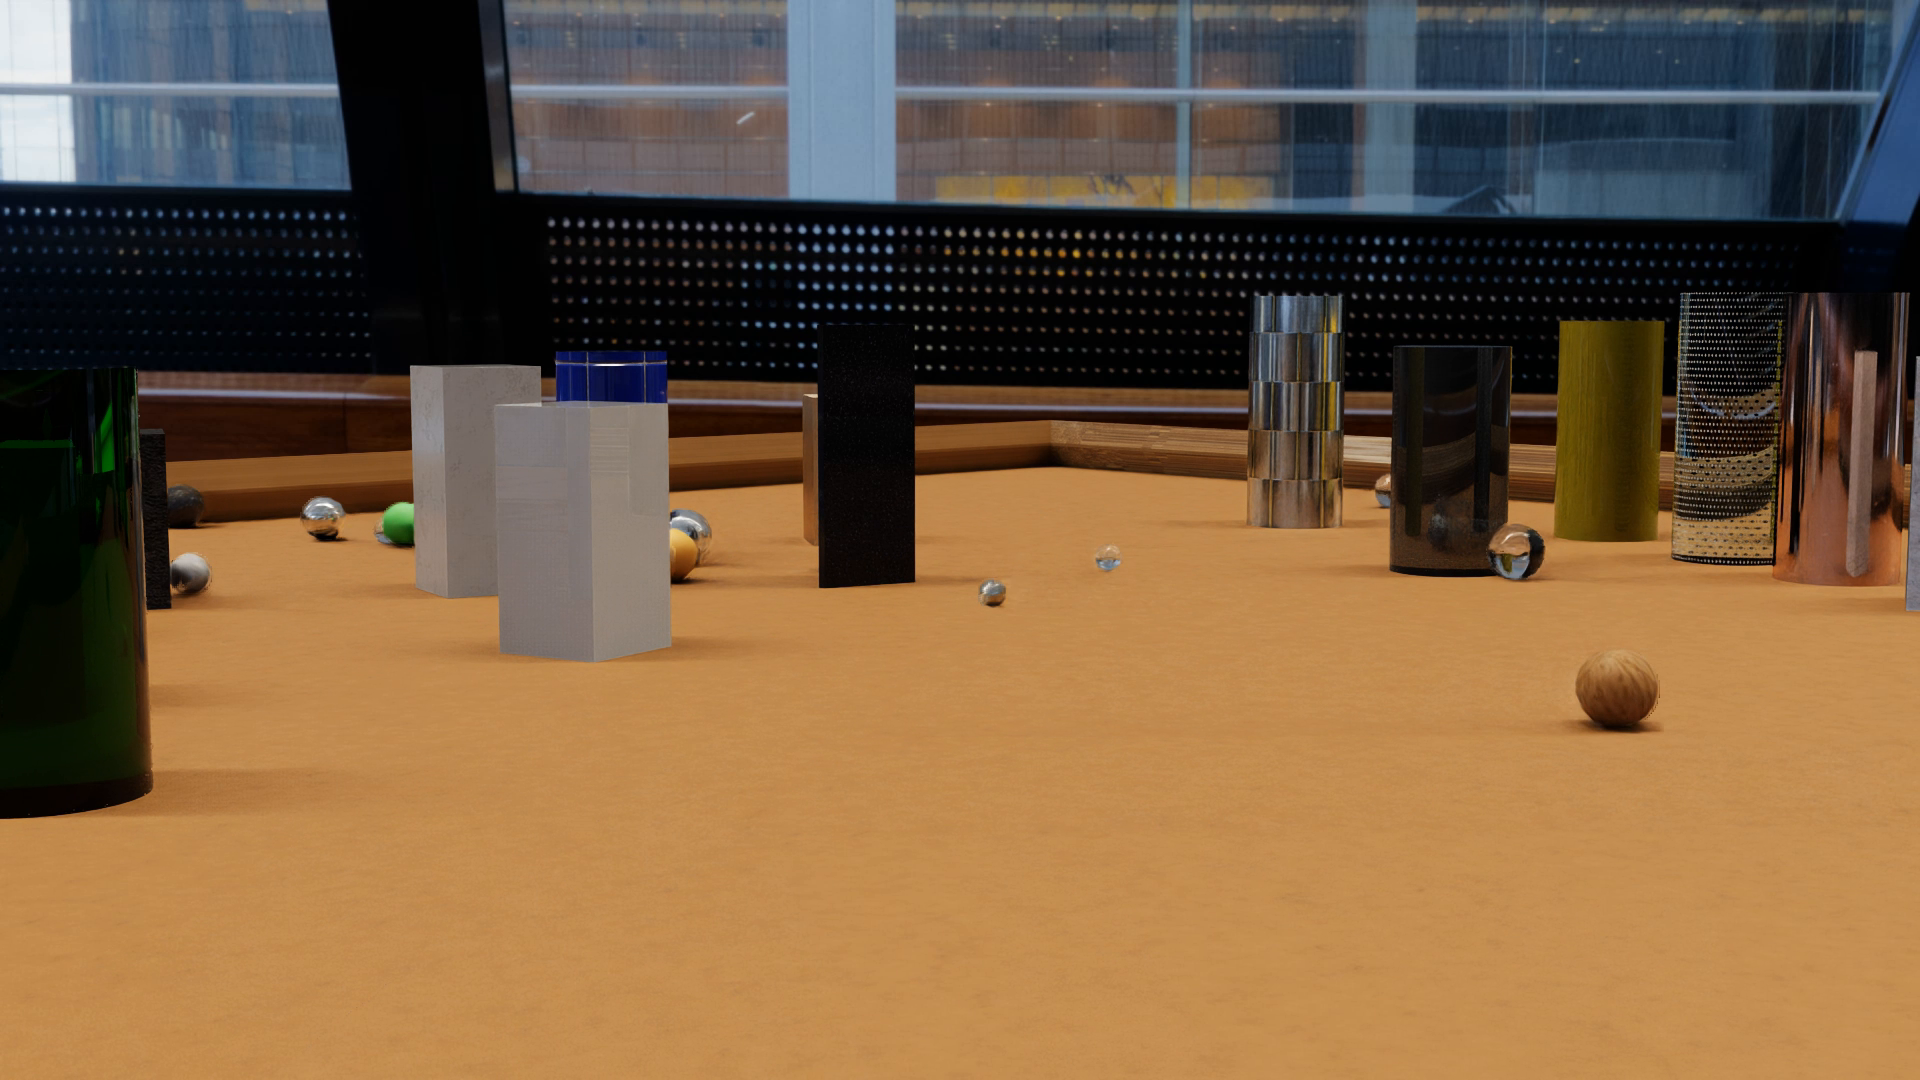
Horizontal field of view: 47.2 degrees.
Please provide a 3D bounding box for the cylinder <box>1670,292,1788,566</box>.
[{"bbox_3d":[1.380,-0.202,3.922,0.198,0.476,0.198,0,6,0],"label":"cylinder"}]

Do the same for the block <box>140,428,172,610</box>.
[{"bbox_3d":[-1.283,-0.032,3.325,0.158,0.262,0.158,-2,6,-21],"label":"block"}]

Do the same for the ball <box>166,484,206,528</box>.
[{"bbox_3d":[-1.598,-0.070,4.518,0.091,0.091,0.091,0,6,0],"label":"ball"}]

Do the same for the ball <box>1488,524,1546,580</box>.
[{"bbox_3d":[0.924,0.019,3.652,0.092,0.092,0.092,0,6,0],"label":"ball"}]

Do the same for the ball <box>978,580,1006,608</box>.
[{"bbox_3d":[0.049,0.080,3.312,0.042,0.042,0.042,0,6,0],"label":"ball"}]

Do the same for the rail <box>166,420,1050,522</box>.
[{"bbox_3d":[-1.372,-0.121,4.811,4.490,0.129,0.045,-5,8,-42],"label":"rail"}]

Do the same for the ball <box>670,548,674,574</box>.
[{"bbox_3d":[-0.505,0.033,3.546,0.088,0.088,0.088,0,6,0],"label":"ball"}]

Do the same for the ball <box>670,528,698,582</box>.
[{"bbox_3d":[-0.477,0.025,3.628,0.086,0.086,0.086,0,6,0],"label":"ball"}]

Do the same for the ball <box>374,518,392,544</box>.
[{"bbox_3d":[-1.098,-0.017,4.211,0.049,0.049,0.049,0,6,0],"label":"ball"}]

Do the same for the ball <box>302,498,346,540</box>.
[{"bbox_3d":[-1.239,-0.042,4.284,0.083,0.083,0.083,0,6,0],"label":"ball"}]

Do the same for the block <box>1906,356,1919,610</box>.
[{"bbox_3d":[1.514,-0.085,3.300,0.158,0.374,0.158,2,6,23],"label":"block"}]

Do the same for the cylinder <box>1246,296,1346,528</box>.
[{"bbox_3d":[0.699,-0.269,4.572,0.198,0.474,0.198,0,6,0],"label":"cylinder"}]

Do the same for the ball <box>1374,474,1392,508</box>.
[{"bbox_3d":[0.980,-0.112,4.989,0.076,0.076,0.076,0,6,0],"label":"ball"}]

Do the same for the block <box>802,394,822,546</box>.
[{"bbox_3d":[-0.214,-0.138,4.245,0.158,0.281,0.158,-1,6,-11],"label":"block"}]

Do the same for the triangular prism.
[{"bbox_3d":[-0.184,-0.143,3.621,0.171,0.422,0.148,-3,7,-29],"label":"triangular prism"}]

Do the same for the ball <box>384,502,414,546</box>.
[{"bbox_3d":[-1.050,-0.029,4.166,0.083,0.083,0.083,0,6,0],"label":"ball"}]

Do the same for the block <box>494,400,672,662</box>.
[{"bbox_3d":[-0.492,-0.016,2.881,0.158,0.323,0.158,3,7,30],"label":"block"}]

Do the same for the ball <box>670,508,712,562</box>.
[{"bbox_3d":[-0.484,-0.005,3.855,0.099,0.099,0.099,0,6,0],"label":"ball"}]

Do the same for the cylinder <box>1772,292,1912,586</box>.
[{"bbox_3d":[1.455,-0.170,3.630,0.198,0.473,0.198,0,6,0],"label":"cylinder"}]

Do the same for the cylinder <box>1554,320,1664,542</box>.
[{"bbox_3d":[1.273,-0.217,4.316,0.198,0.425,0.198,0,6,0],"label":"cylinder"}]

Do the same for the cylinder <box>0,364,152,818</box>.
[{"bbox_3d":[-0.850,0.039,2.009,0.198,0.393,0.198,0,6,0],"label":"cylinder"}]

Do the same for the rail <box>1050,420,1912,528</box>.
[{"bbox_3d":[1.633,-0.123,4.830,0.045,0.129,4.094,-5,8,-42],"label":"rail"}]

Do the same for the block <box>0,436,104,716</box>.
[{"bbox_3d":[-1.080,0.037,2.494,0.158,0.297,0.158,-4,7,-35],"label":"block"}]

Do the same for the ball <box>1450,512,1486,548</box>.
[{"bbox_3d":[0.959,-0.021,4.149,0.068,0.068,0.068,0,6,0],"label":"ball"}]

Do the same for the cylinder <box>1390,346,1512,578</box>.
[{"bbox_3d":[0.838,-0.139,3.760,0.198,0.384,0.198,0,6,0],"label":"cylinder"}]

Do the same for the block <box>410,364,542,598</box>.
[{"bbox_3d":[-0.768,-0.098,3.498,0.158,0.357,0.158,-4,7,-32],"label":"block"}]

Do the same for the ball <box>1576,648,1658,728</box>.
[{"bbox_3d":[0.703,0.159,2.356,0.084,0.084,0.084,0,6,0],"label":"ball"}]

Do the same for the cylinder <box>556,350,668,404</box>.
[{"bbox_3d":[-0.623,-0.152,3.948,0.198,0.372,0.198,0,6,0],"label":"cylinder"}]

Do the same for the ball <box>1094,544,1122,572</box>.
[{"bbox_3d":[0.254,0.030,3.769,0.046,0.046,0.046,0,6,0],"label":"ball"}]

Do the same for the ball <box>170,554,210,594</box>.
[{"bbox_3d":[-1.215,0.053,3.465,0.063,0.063,0.063,0,6,0],"label":"ball"}]

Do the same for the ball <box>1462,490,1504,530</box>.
[{"bbox_3d":[1.062,-0.061,4.467,0.083,0.083,0.083,0,6,0],"label":"ball"}]
